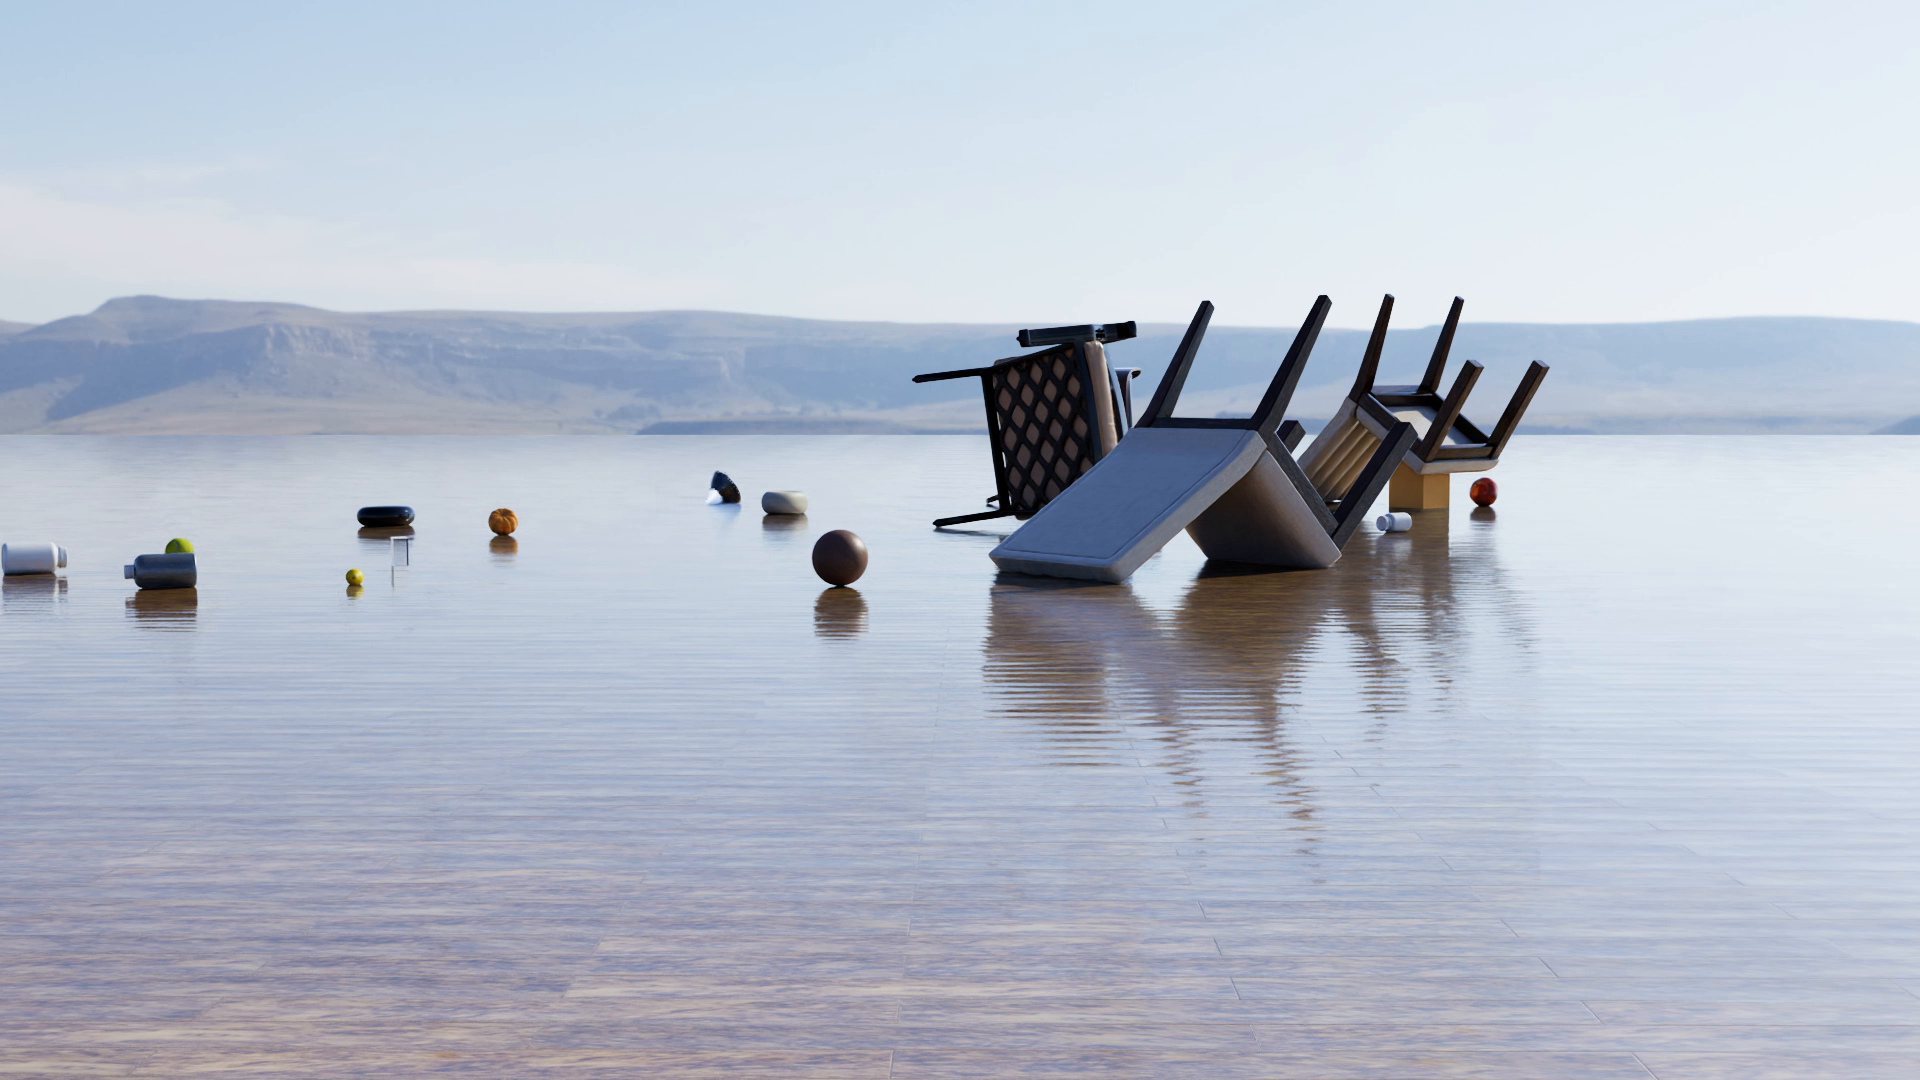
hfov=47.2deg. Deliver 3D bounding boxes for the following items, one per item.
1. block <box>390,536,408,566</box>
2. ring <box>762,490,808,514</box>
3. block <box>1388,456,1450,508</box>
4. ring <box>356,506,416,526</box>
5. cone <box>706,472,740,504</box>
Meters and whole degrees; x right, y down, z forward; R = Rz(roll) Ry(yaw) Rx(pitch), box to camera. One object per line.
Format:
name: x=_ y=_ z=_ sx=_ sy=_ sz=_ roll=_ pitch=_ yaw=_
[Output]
block: x=-1.427 y=0.029 z=5.600 sx=0.037 sy=0.071 sz=0.067 roll=-1 pitch=4 yaw=-19
ring: x=-0.633 y=-0.136 z=7.953 sx=0.154 sy=0.081 sz=0.232 roll=3 pitch=4 yaw=21
block: x=1.749 y=-0.222 z=8.374 sx=0.157 sy=0.192 sz=0.165 roll=-3 pitch=5 yaw=-39
ring: x=-1.892 y=-0.080 z=7.251 sx=0.173 sy=0.064 sz=0.208 roll=1 pitch=3 yaw=27
cone: x=-0.952 y=-0.173 z=8.596 sx=0.115 sy=0.154 sz=0.155 roll=-42 pitch=15 yaw=-29
